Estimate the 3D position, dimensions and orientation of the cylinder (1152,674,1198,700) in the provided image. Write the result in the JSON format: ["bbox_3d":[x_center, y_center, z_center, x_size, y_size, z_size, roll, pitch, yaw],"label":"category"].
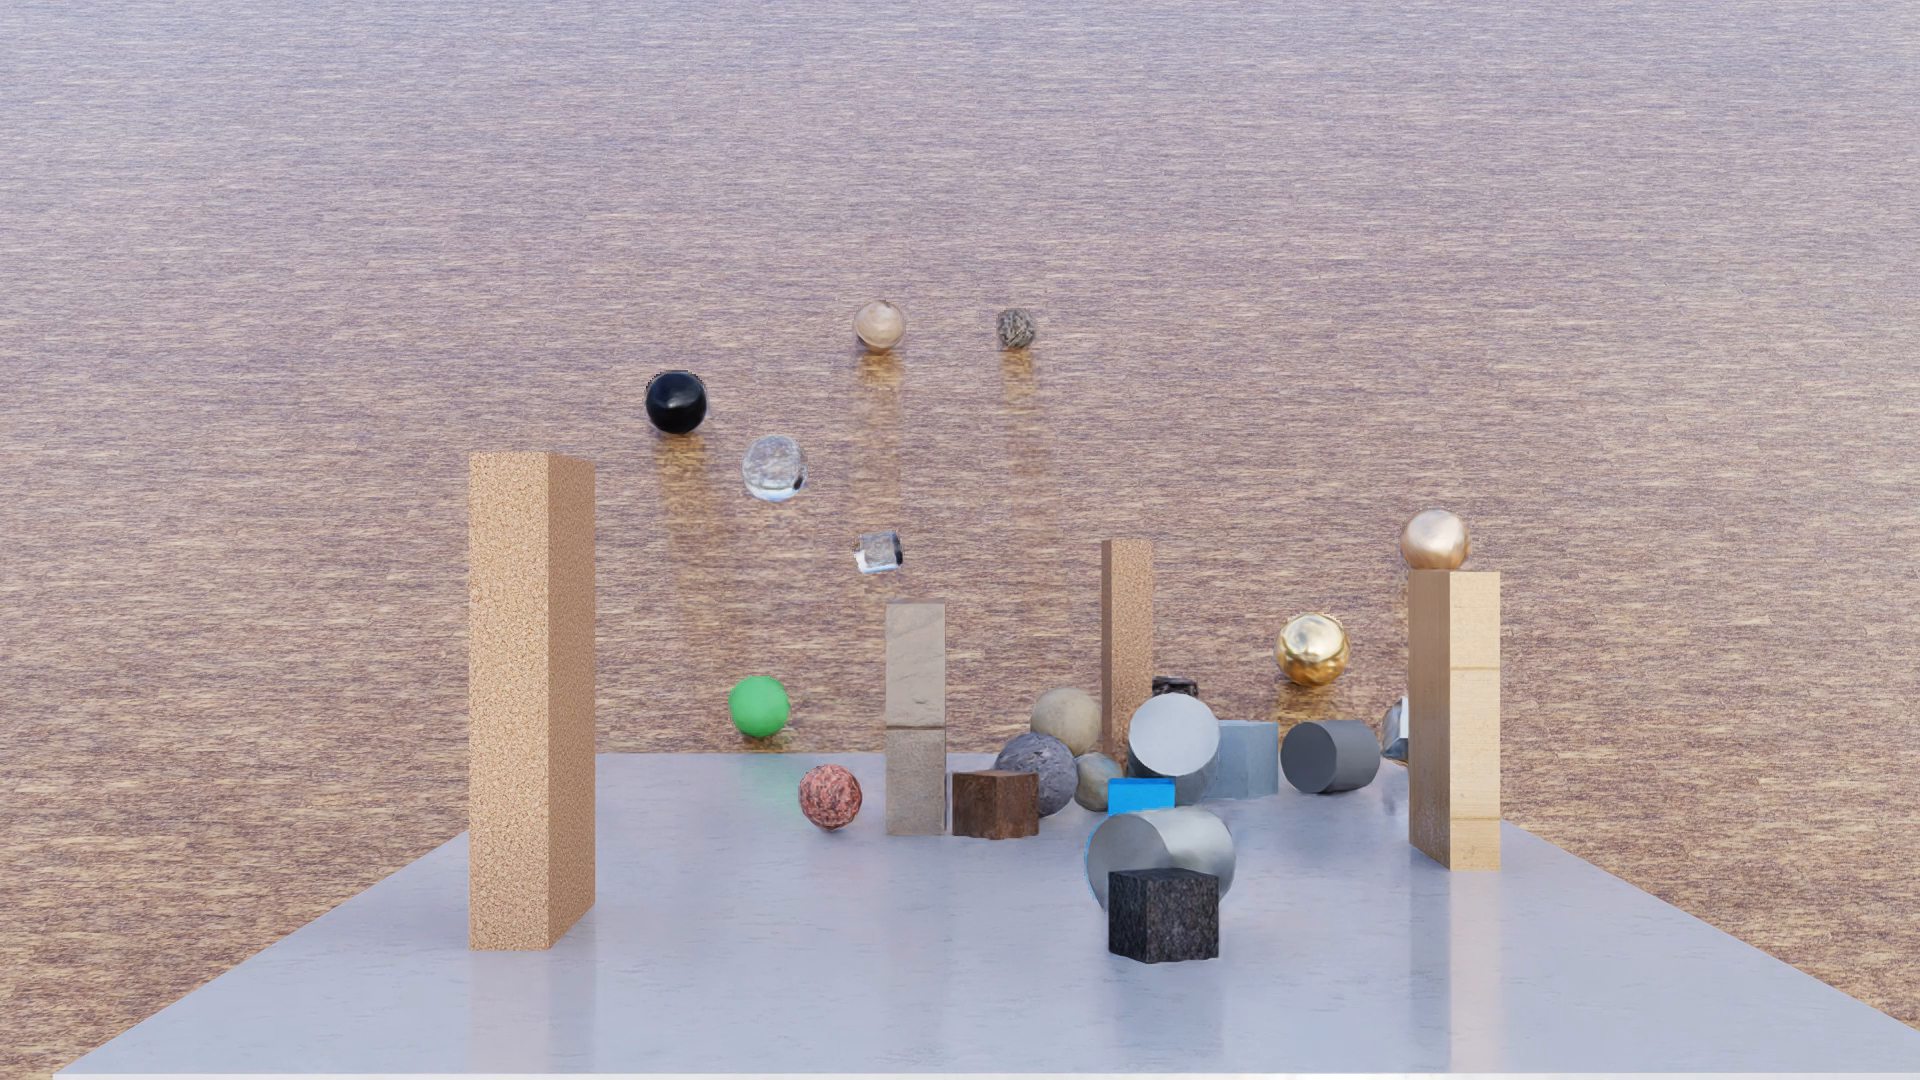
[{"bbox_3d":[0.511,0.448,6.804,0.185,0.185,0.185,8,31,22],"label":"cylinder"}]

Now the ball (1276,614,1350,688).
[{"bbox_3d":[0.962,0.301,7.056,0.202,0.202,0.202,0,30,0],"label":"ball"}]

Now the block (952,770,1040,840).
[{"bbox_3d":[0.066,0.491,4.810,0.115,0.115,0.115,0,0,44],"label":"block"}]

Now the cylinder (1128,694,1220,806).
[{"bbox_3d":[0.431,0.427,5.224,0.179,0.179,0.179,-1,62,3],"label":"cylinder"}]

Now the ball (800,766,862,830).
[{"bbox_3d":[-0.245,0.489,4.906,0.119,0.119,0.119,0,30,0],"label":"ball"}]

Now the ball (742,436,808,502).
[{"bbox_3d":[-0.569,-0.218,7.954,0.203,0.203,0.203,0,30,0],"label":"ball"}]

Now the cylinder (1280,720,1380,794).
[{"bbox_3d":[0.807,0.470,5.631,0.154,0.154,0.154,1,22,-44],"label":"cylinder"}]

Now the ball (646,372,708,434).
[{"bbox_3d":[-0.913,-0.442,8.343,0.203,0.203,0.203,0,30,0],"label":"ball"}]

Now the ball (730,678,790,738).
[{"bbox_3d":[-0.531,0.443,6.854,0.159,0.159,0.159,0,30,0],"label":"ball"}]

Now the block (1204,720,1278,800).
[{"bbox_3d":[0.581,0.471,5.566,0.154,0.154,0.154,0,0,30],"label":"block"}]

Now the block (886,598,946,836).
[{"bbox_3d":[-0.083,0.333,5.029,0.110,0.430,0.446,0,0,0],"label":"block"}]

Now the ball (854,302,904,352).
[{"bbox_3d":[-0.276,-0.732,8.879,0.169,0.169,0.169,0,30,0],"label":"ball"}]

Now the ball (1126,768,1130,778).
[{"bbox_3d":[0.415,0.480,5.377,0.137,0.137,0.137,0,30,0],"label":"ball"}]

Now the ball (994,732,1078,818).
[{"bbox_3d":[0.150,0.464,5.109,0.168,0.168,0.168,0,30,0],"label":"ball"}]

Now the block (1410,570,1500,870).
[{"bbox_3d":[0.854,0.300,4.484,0.083,0.494,0.391,0,0,0],"label":"block"}]

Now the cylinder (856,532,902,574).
[{"bbox_3d":[-0.240,0.038,7.603,0.108,0.108,0.108,-10,31,-17],"label":"cylinder"}]

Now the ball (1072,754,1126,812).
[{"bbox_3d":[0.277,0.491,5.215,0.115,0.115,0.115,0,30,0],"label":"ball"}]

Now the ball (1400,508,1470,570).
[{"bbox_3d":[1.390,0.008,7.564,0.202,0.202,0.202,0,30,0],"label":"ball"}]

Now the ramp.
[{"bbox_3d":[0.067,0.598,4.657,2.000,0.100,4.000,0,0,0],"label":"ramp"}]

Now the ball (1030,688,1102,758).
[{"bbox_3d":[0.265,0.459,6.471,0.179,0.179,0.179,0,30,0],"label":"ball"}]

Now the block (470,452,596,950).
[{"bbox_3d":[-0.603,0.216,3.681,0.106,0.665,0.447,0,0,0],"label":"block"}]

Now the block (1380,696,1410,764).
[{"bbox_3d":[1.088,0.461,6.217,0.110,0.110,0.110,15,57,-10],"label":"block"}]

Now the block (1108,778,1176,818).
[{"bbox_3d":[0.325,0.489,4.619,0.117,0.117,0.117,0,0,5],"label":"block"}]

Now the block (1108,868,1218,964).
[{"bbox_3d":[0.269,0.494,3.416,0.107,0.107,0.107,0,0,-24],"label":"block"}]

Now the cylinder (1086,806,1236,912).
[{"bbox_3d":[0.293,0.469,3.761,0.155,0.155,0.155,27,18,39],"label":"cylinder"}]

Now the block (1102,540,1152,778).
[{"bbox_3d":[0.362,0.274,5.637,0.087,0.547,0.386,0,0,0],"label":"block"}]

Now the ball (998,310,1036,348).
[{"bbox_3d":[0.196,-0.726,8.903,0.136,0.136,0.136,0,30,0],"label":"ball"}]
